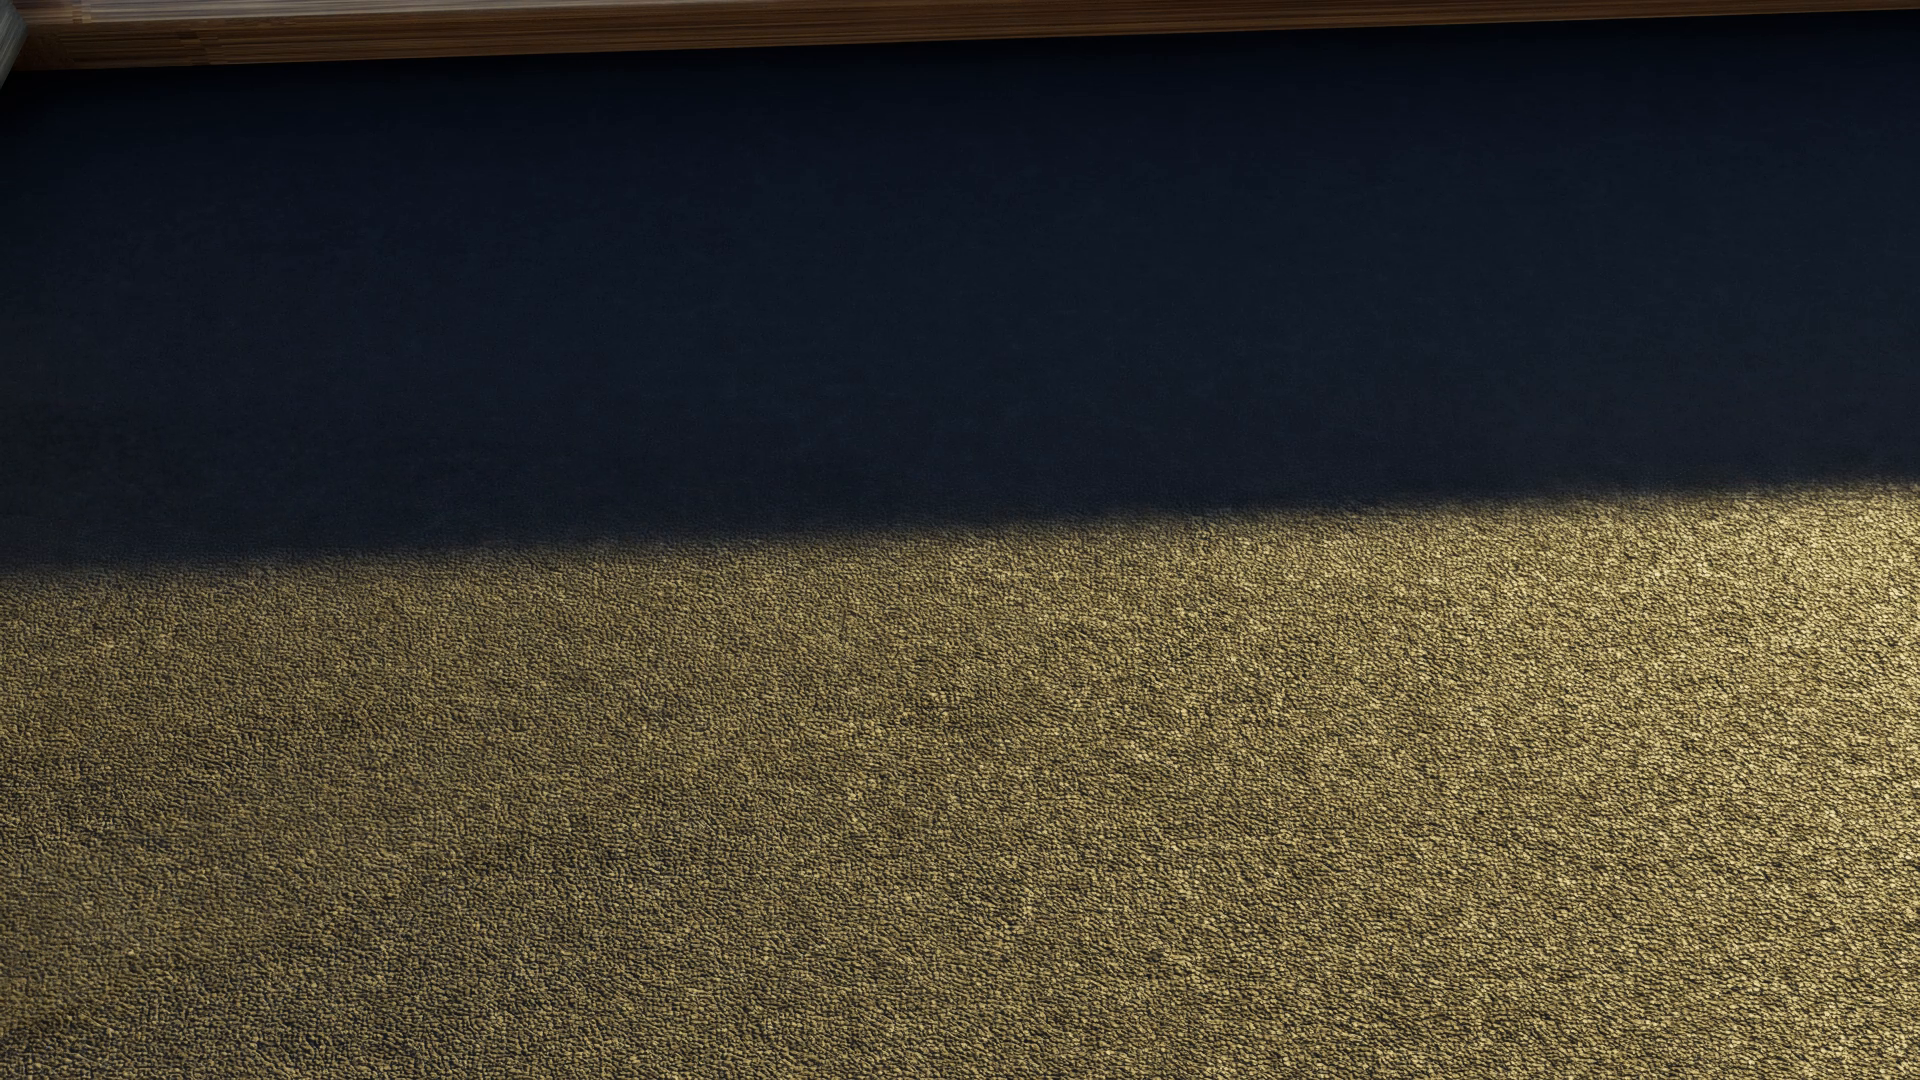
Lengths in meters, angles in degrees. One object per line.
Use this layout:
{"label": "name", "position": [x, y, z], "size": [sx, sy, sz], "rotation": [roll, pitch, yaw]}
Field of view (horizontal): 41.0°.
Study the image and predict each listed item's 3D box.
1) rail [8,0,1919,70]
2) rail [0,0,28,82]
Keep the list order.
{"label": "rail", "position": [0.734, -0.527, 2.345], "size": [3.193, 0.117, 0.045], "rotation": [-3, 36, -4]}
{"label": "rail", "position": [-0.772, 0.018, 1.593], "size": [0.045, 0.117, 1.670], "rotation": [-3, 36, -4]}
